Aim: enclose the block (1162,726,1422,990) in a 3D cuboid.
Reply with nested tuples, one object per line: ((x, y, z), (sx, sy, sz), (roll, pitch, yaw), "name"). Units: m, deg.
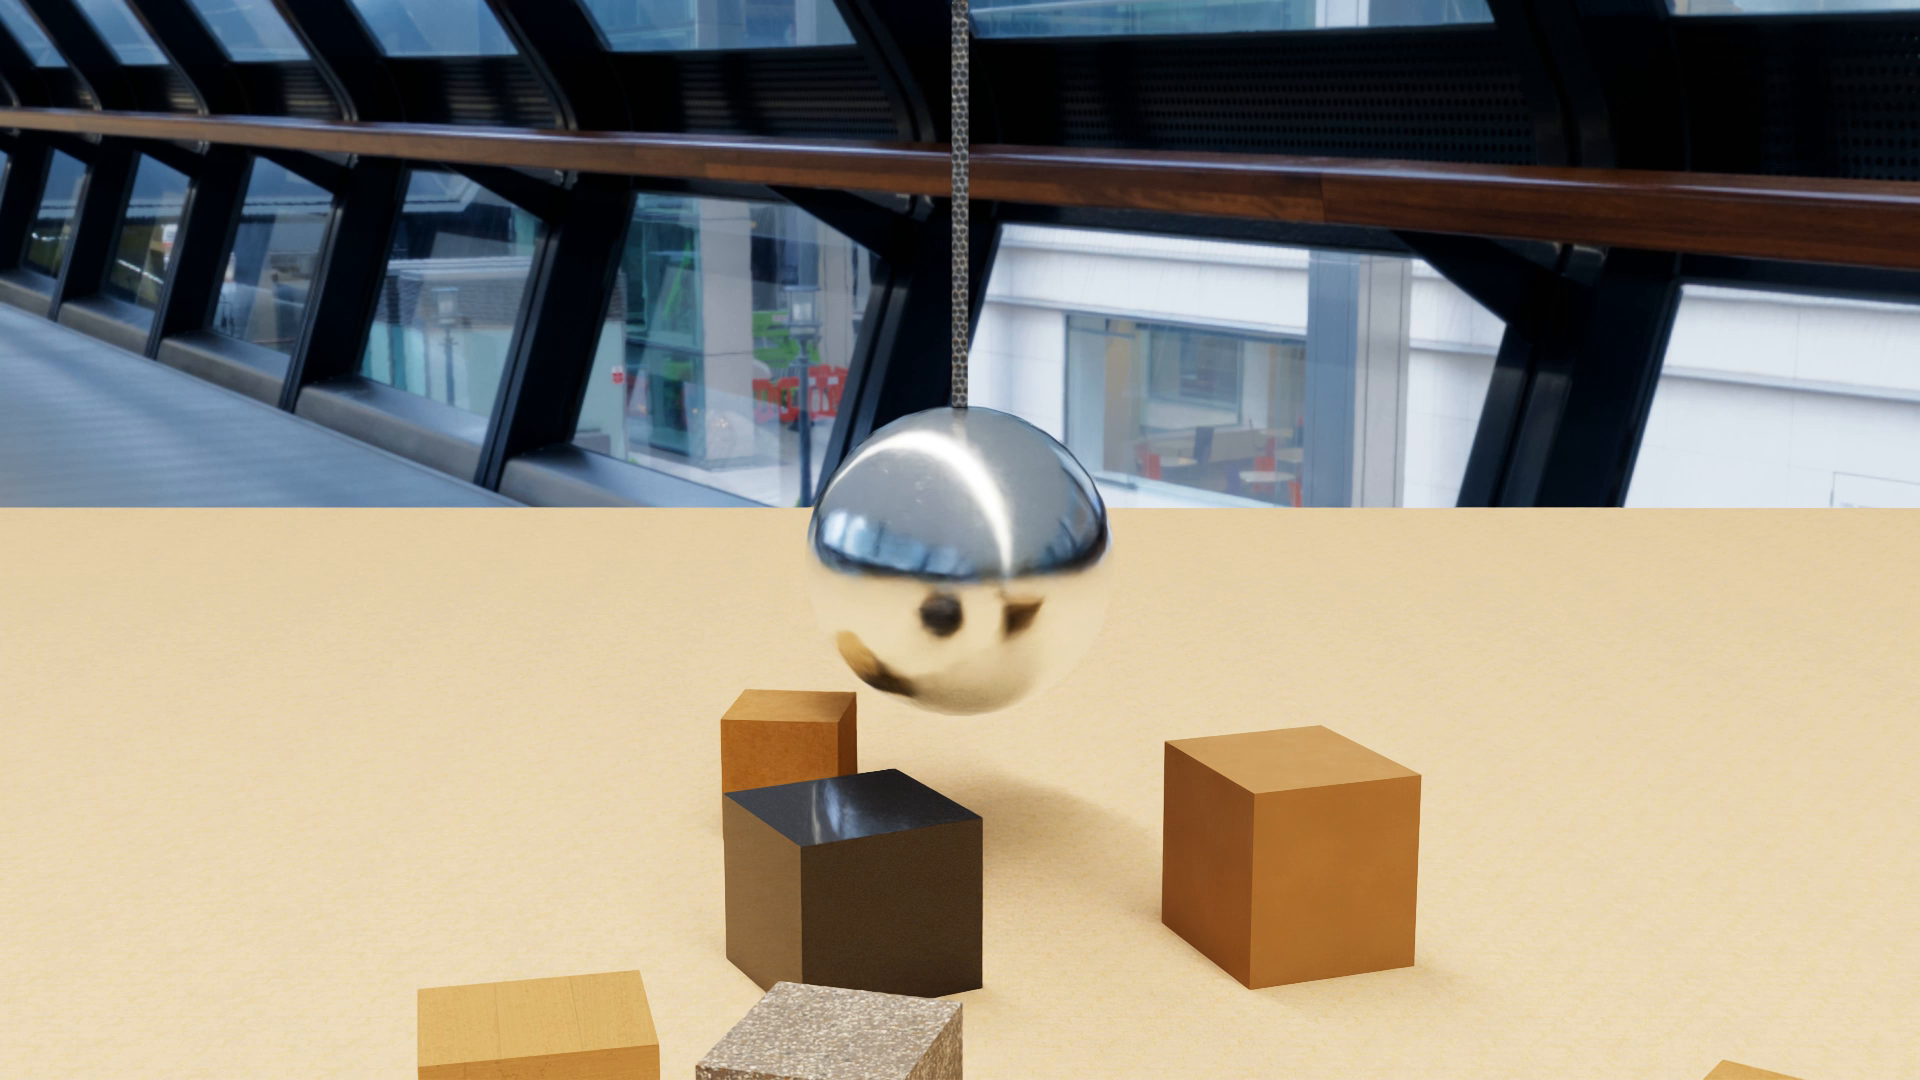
((1.436, 1.367, 9.659), (0.793, 0.854, 0.861), (-4, 11, -20), "block")

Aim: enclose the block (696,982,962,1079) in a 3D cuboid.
((-0.409, 1.918, 7.182), (0.660, 0.656, 0.724), (3, 11, 16), "block")

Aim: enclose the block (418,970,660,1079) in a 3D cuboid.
((-1.378, 1.890, 7.185), (0.738, 0.711, 0.646), (-2, 11, -13), "block")

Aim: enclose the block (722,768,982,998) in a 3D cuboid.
((-0.461, 1.483, 9.327), (0.822, 0.745, 0.824), (-5, 12, -27), "block")

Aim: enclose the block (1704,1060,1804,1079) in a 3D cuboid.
((2.529, 2.029, 6.805), (0.542, 0.572, 0.525), (8, 13, 36), "block")

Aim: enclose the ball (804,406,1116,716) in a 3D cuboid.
((0.000, 0.106, 11.314), (1.600, 1.600, 1.600), (0, 10, 0), "ball")

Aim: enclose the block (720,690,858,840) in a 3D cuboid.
((-0.876, 1.164, 11.395), (0.598, 0.633, 0.624), (1, 10, 6), "block")

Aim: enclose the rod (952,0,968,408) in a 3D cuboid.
((0.000, -3.227, 10.643), (0.080, 5.200, 0.080), (0, 11, 0), "rod")
